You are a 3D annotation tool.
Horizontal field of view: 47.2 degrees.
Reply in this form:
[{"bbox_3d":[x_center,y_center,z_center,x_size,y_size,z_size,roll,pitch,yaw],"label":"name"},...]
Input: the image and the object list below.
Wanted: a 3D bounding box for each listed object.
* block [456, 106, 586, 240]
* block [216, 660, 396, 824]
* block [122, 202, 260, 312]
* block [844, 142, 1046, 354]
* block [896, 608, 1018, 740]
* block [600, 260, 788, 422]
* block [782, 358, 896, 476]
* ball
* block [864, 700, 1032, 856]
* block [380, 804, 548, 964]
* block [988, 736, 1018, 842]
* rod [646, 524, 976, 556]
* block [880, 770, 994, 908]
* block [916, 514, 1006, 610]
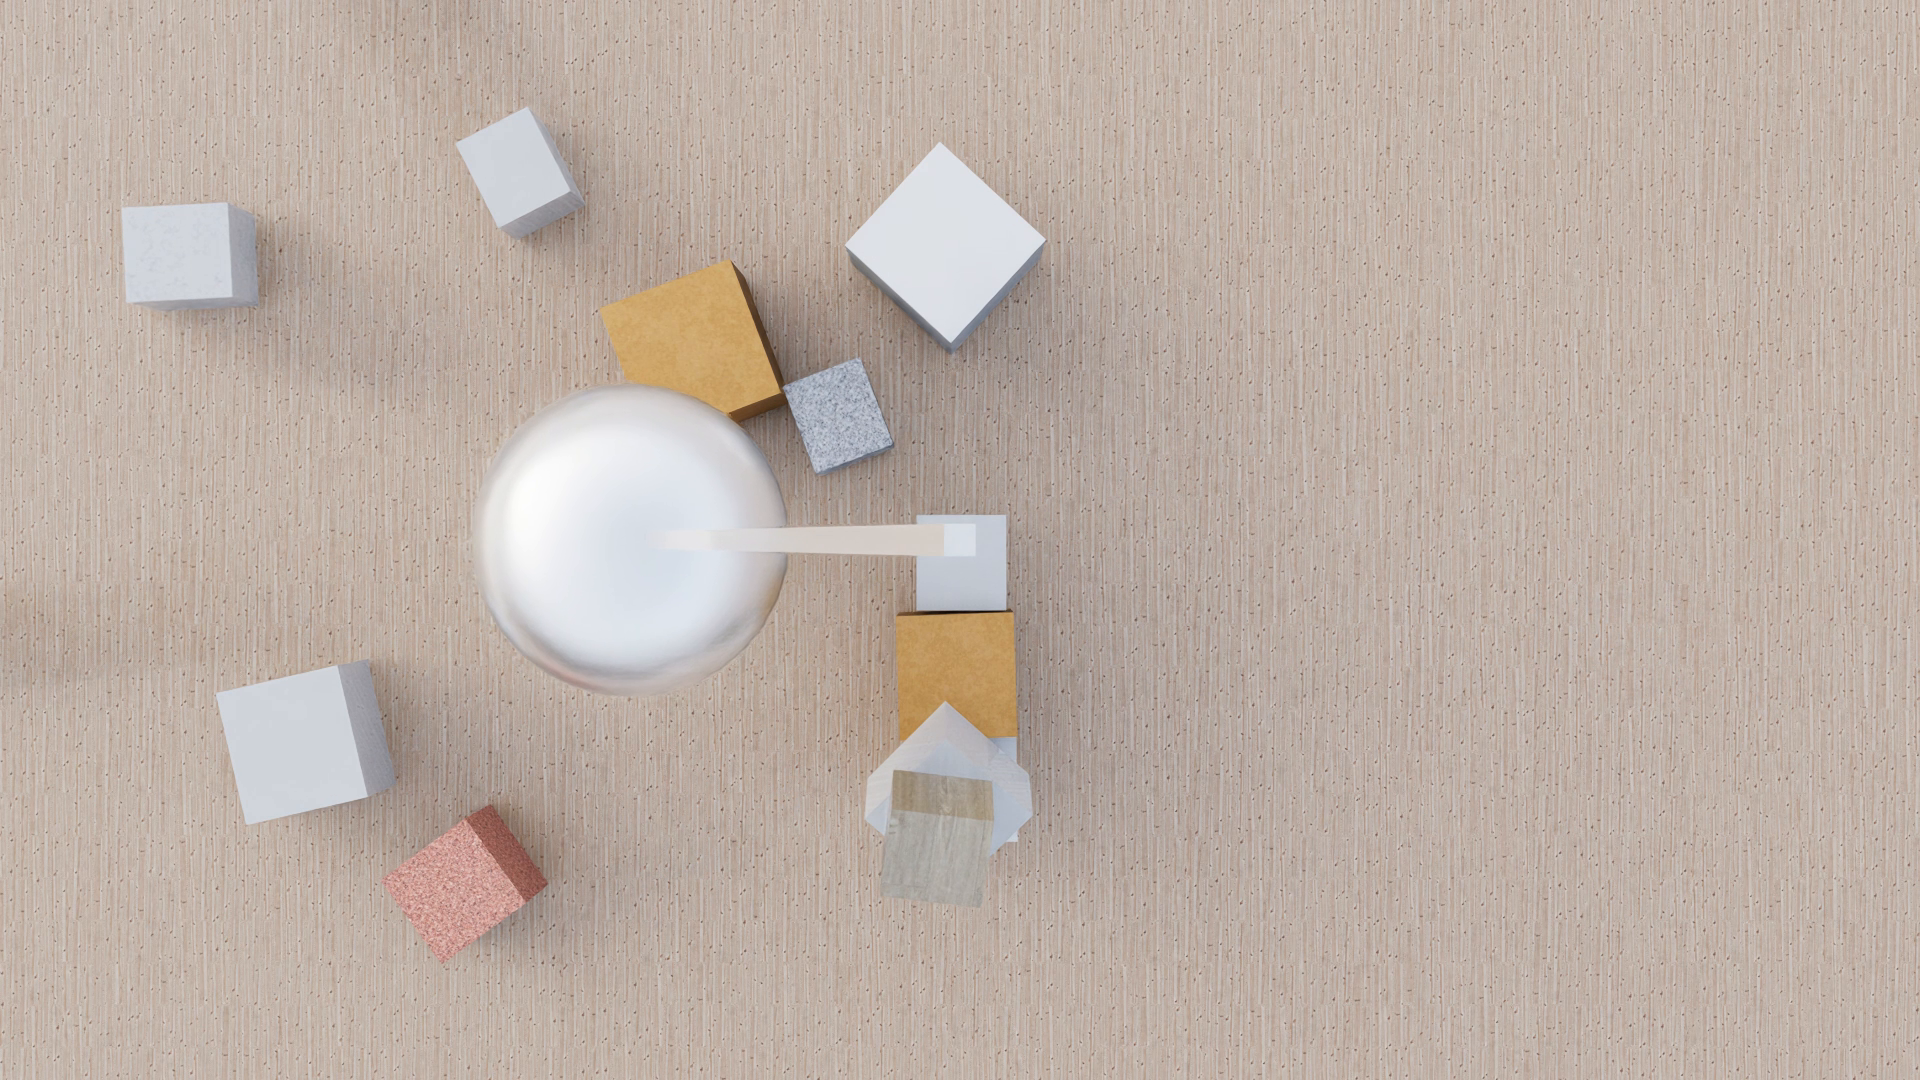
[{"bbox_3d":[-2.537,-2.116,12.741,0.460,0.518,0.539,-27,90,0],"label":"block"},{"bbox_3d":[-3.758,1.154,12.684,0.701,0.632,0.761,-13,90,0],"label":"block"},{"bbox_3d":[-4.459,-1.638,12.761,0.603,0.478,0.539,-3,90,0],"label":"block"},{"bbox_3d":[-0.081,-1.649,12.591,0.800,0.818,0.778,43,90,0],"label":"block"},{"bbox_3d":[-0.019,0.764,12.654,0.660,0.692,0.696,-2,90,0],"label":"block"},{"bbox_3d":[-1.494,-1.048,12.581,0.773,0.838,0.793,-21,90,0],"label":"block"},{"bbox_3d":[-0.696,-0.711,12.762,0.470,0.477,0.532,-21,90,0],"label":"block"},{"bbox_3d":[-1.667,0.000,11.180,1.600,1.600,1.600,0,90,0],"label":"ball"},{"bbox_3d":[-0.063,1.409,12.103,0.646,0.562,0.636,42,102,-12],"label":"block"},{"bbox_3d":[-2.839,1.970,12.661,0.587,0.677,0.585,-36,90,0],"label":"block"},{"bbox_3d":[0.015,1.418,12.745,0.618,0.509,0.598,-1,90,0],"label":"block"},{"bbox_3d":[-0.722,0.000,7.914,0.080,5.200,0.080,0,90,-16],"label":"rod"},{"bbox_3d":[-0.122,1.568,11.583,0.531,0.524,0.493,7,107,-3],"label":"block"},{"bbox_3d":[0.008,0.128,12.728,0.506,0.544,0.540,0,90,0],"label":"block"}]
